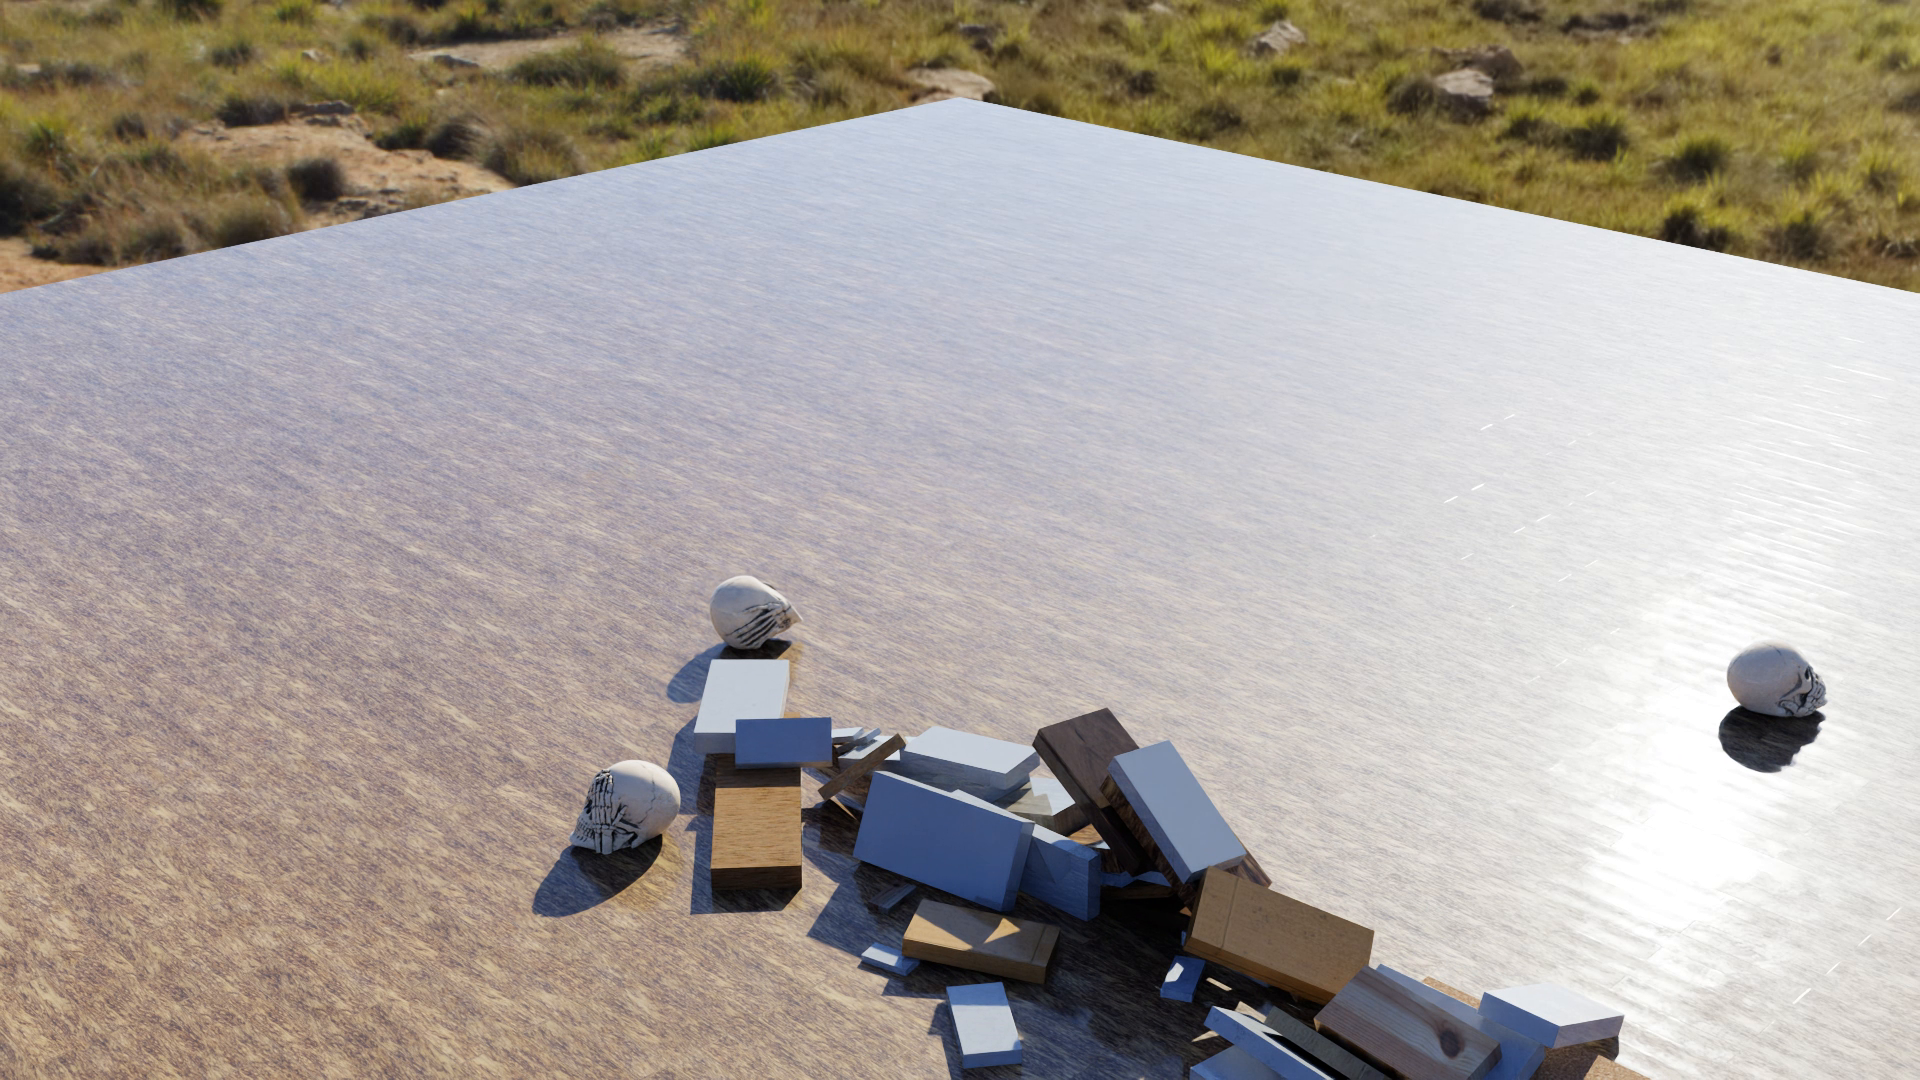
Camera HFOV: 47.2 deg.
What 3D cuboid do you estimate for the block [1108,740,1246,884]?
[{"bbox_3d":[0.392,0.490,3.984,0.131,0.037,0.263,-13,56,-33],"label":"block"}]

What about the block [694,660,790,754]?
[{"bbox_3d":[-0.466,0.356,4.736,0.172,0.049,0.344,0,23,0],"label":"block"}]

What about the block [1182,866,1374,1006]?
[{"bbox_3d":[0.559,0.700,3.849,0.316,0.045,0.158,22,47,0],"label":"block"}]

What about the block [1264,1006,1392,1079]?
[{"bbox_3d":[0.624,0.853,3.609,0.244,0.035,0.122,26,-9,47],"label":"block"}]

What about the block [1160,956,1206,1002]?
[{"bbox_3d":[0.397,0.779,3.905,0.056,0.016,0.113,7,24,17],"label":"block"}]

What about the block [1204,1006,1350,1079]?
[{"bbox_3d":[0.550,0.859,3.606,0.305,0.035,0.122,26,1,44],"label":"block"}]

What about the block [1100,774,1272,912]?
[{"bbox_3d":[0.410,0.538,4.007,0.158,0.045,0.316,-17,58,-35],"label":"block"}]

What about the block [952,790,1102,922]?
[{"bbox_3d":[0.116,0.598,4.184,0.356,0.131,0.037,19,30,38],"label":"block"}]

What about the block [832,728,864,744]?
[{"bbox_3d":[-0.256,0.416,4.668,0.095,0.014,0.048,-7,15,27],"label":"block"}]

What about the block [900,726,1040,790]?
[{"bbox_3d":[0.019,0.434,4.400,0.253,0.036,0.126,9,23,32],"label":"block"}]

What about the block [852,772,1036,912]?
[{"bbox_3d":[-0.033,0.571,4.190,0.344,0.172,0.049,15,2,31],"label":"block"}]

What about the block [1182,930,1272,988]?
[{"bbox_3d":[0.509,0.740,3.982,0.197,0.028,0.099,21,31,40],"label":"block"}]

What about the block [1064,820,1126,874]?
[{"bbox_3d":[0.243,0.571,4.215,0.167,0.047,0.335,-21,12,-38],"label":"block"}]

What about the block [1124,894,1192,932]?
[{"bbox_3d":[0.413,0.682,4.067,0.099,0.028,0.197,-22,19,-41],"label":"block"}]

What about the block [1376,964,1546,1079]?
[{"bbox_3d":[0.792,0.836,3.661,0.316,0.045,0.158,21,52,40],"label":"block"}]

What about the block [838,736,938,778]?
[{"bbox_3d":[-0.117,0.449,4.565,0.253,0.036,0.126,-2,16,40],"label":"block"}]

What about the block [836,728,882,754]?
[{"bbox_3d":[-0.216,0.426,4.674,0.095,0.014,0.048,-25,3,40],"label":"block"}]

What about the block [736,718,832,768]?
[{"bbox_3d":[-0.364,0.419,4.542,0.198,0.028,0.099,-1,61,-3],"label":"block"}]

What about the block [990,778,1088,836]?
[{"bbox_3d":[0.120,0.523,4.344,0.335,0.047,0.167,-1,16,46],"label":"block"}]

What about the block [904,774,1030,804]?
[{"bbox_3d":[0.006,0.485,4.445,0.253,0.036,0.126,-1,16,45],"label":"block"}]

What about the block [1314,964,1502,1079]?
[{"bbox_3d":[0.738,0.822,3.632,0.139,0.039,0.277,-39,42,-24],"label":"block"}]

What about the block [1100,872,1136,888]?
[{"bbox_3d":[0.275,0.625,4.199,0.084,0.024,0.168,-21,15,-40],"label":"block"}]

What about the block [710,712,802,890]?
[{"bbox_3d":[-0.409,0.520,4.474,0.172,0.049,0.633,-2,23,-4],"label":"block"}]

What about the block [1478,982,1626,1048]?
[{"bbox_3d":[0.995,0.796,3.694,0.139,0.039,0.277,21,7,38],"label":"block"}]

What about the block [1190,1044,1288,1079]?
[{"bbox_3d":[0.502,0.908,3.576,0.122,0.035,0.244,-17,28,-35],"label":"block"}]

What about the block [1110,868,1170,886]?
[{"bbox_3d":[0.365,0.606,4.088,0.084,0.024,0.168,-21,16,-38],"label":"block"}]

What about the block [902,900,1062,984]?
[{"bbox_3d":[0.040,0.726,3.977,0.263,0.037,0.131,10,25,12],"label":"block"}]

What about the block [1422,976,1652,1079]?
[{"bbox_3d":[1.026,0.897,3.597,0.700,0.039,0.139,21,30,40],"label":"block"}]

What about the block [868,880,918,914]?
[{"bbox_3d":[-0.127,0.674,4.154,0.047,0.013,0.095,15,27,31],"label":"block"}]

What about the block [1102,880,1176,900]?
[{"bbox_3d":[0.355,0.645,4.118,0.084,0.024,0.168,-22,5,-41],"label":"block"}]

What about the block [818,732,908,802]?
[{"bbox_3d":[-0.196,0.459,4.462,0.199,0.028,0.099,-35,-4,-1],"label":"block"}]

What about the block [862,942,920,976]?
[{"bbox_3d":[-0.125,0.756,3.963,0.095,0.013,0.047,13,26,28],"label":"block"}]

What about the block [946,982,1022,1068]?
[{"bbox_3d":[0.040,0.830,3.769,0.099,0.028,0.198,-3,23,-8],"label":"block"}]

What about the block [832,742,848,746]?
[{"bbox_3d":[-0.274,0.424,4.710,0.095,0.014,0.048,-4,17,37],"label":"block"}]

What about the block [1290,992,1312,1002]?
[{"bbox_3d":[0.603,0.738,3.918,0.099,0.028,0.197,-2,35,-21],"label":"block"}]

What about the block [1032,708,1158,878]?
[{"bbox_3d":[0.298,0.467,4.111,0.167,0.047,0.335,-14,51,-34],"label":"block"}]
